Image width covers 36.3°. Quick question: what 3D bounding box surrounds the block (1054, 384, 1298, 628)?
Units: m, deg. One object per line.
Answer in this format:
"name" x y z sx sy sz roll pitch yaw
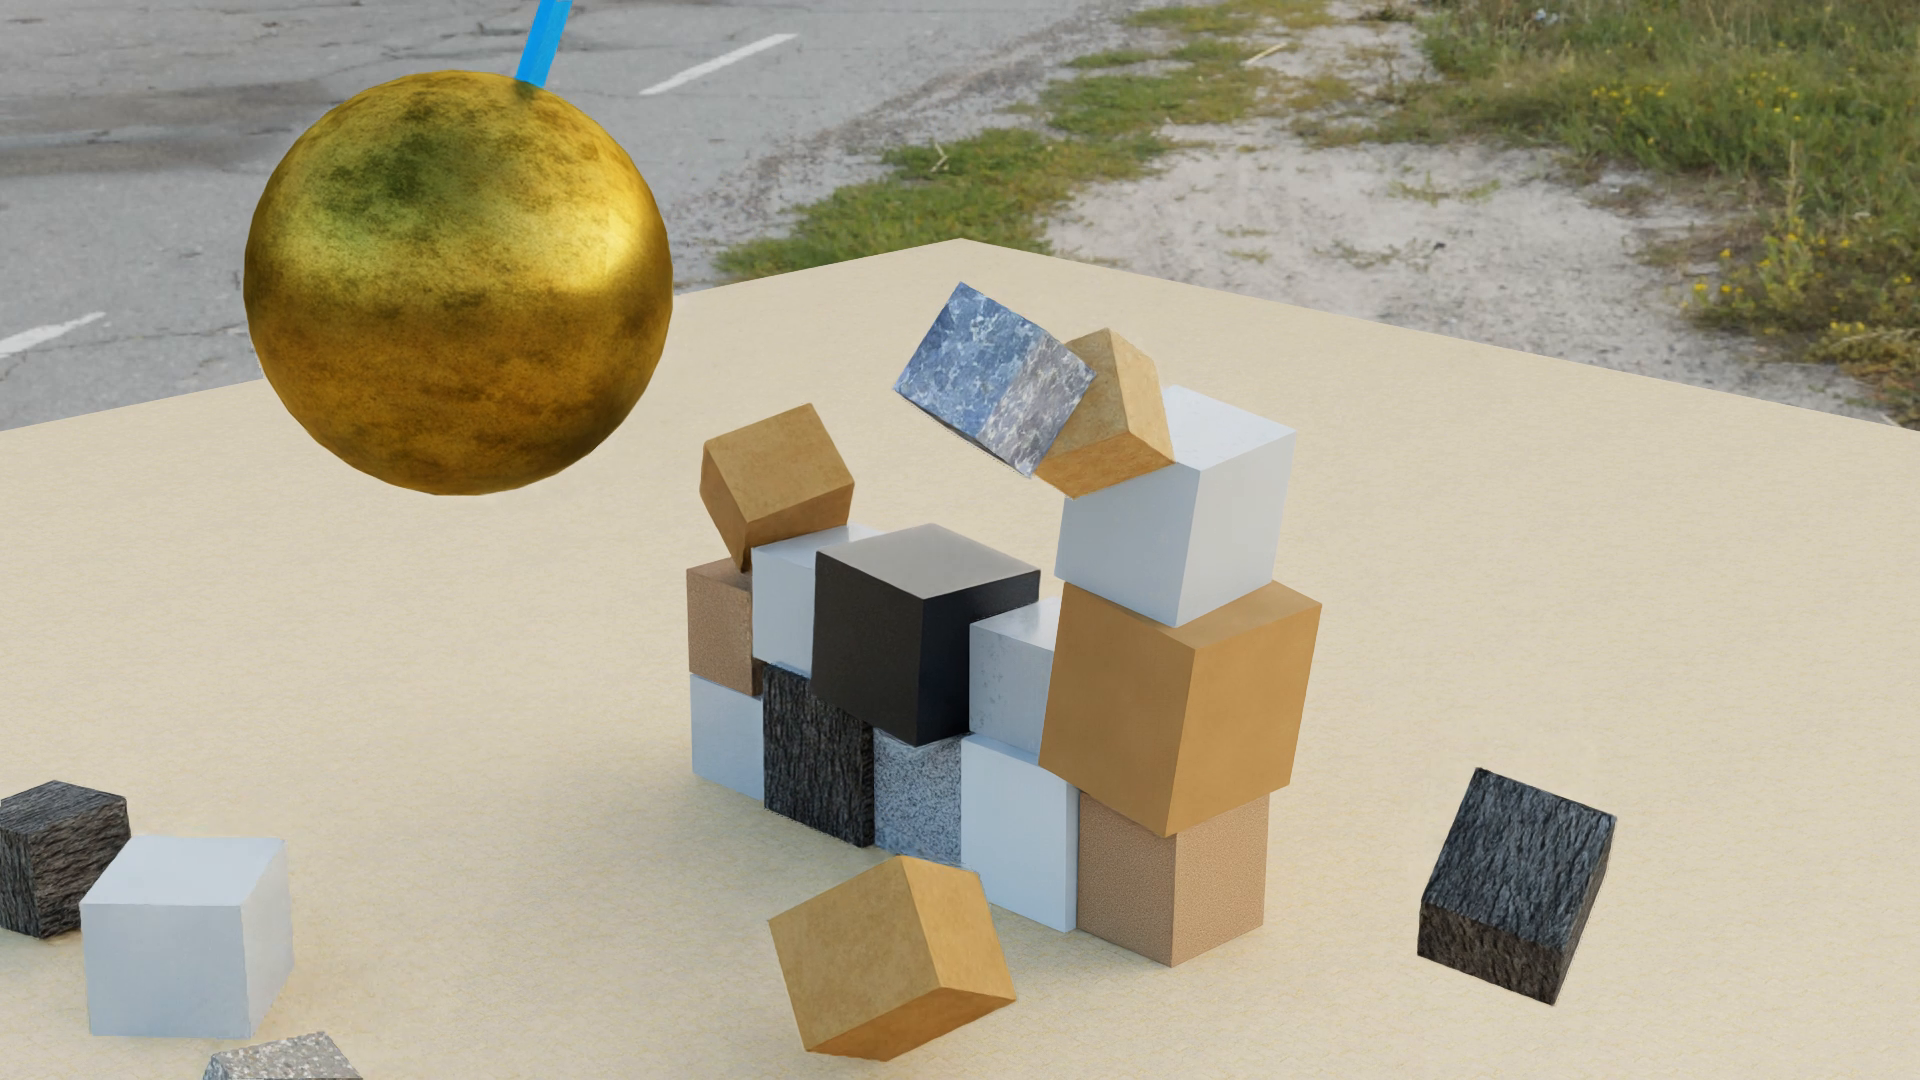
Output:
"block" 0.906 -0.154 12.346 0.632 0.707 0.725 24 29 32

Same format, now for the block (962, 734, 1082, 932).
"block" 0.478 1.231 13.200 0.694 0.736 0.641 -17 24 -42

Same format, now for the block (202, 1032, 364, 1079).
"block" -2.370 2.081 10.163 0.423 0.533 0.469 42 27 31

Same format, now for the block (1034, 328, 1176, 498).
"block" 0.526 -0.507 11.807 0.464 0.456 0.453 -19 -23 23

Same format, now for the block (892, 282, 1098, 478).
"block" 0.138 -0.624 11.483 0.451 0.494 0.493 32 0 32

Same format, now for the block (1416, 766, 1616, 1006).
"block" 2.177 1.359 11.497 0.569 0.524 0.618 19 63 18

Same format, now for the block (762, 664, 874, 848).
"block" -0.439 0.951 14.100 0.735 0.723 0.697 -16 23 -42

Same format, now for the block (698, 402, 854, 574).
"block" -0.896 -0.252 14.259 0.570 0.511 0.485 -21 66 -19

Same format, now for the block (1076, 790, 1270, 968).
"block" 0.930 1.394 12.815 0.615 0.645 0.552 -17 25 -42

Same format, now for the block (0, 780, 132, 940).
"block" -4.039 1.409 12.994 0.501 0.482 0.527 7 18 35

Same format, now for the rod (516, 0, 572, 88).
"rod" -0.816 -4.190 11.170 0.080 5.200 0.080 17 -2 42

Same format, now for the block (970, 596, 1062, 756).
"block" 0.430 0.614 13.094 0.547 0.506 0.549 -17 24 -42

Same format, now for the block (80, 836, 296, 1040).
"block" -3.188 1.638 12.148 0.655 0.589 0.681 1 18 2

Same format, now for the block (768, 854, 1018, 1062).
"block" -0.262 1.641 11.453 0.639 0.543 0.596 -29 -25 22

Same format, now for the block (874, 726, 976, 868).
"block" 0.038 1.111 13.662 0.617 0.687 0.627 -17 24 -42

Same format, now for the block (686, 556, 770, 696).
"block" -0.960 0.391 14.469 0.587 0.535 0.491 -16 24 -41

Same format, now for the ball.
"ball" -1.883 -0.963 11.065 1.600 1.600 1.600 0 17 0

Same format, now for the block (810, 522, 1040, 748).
"block" -0.163 0.422 13.431 0.699 0.706 0.755 -14 25 -39

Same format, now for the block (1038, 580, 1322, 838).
"block" 0.939 0.623 12.575 0.825 0.880 0.741 -17 33 -42

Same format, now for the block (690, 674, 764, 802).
"block" -0.905 0.912 14.574 0.621 0.521 0.597 -17 24 -42

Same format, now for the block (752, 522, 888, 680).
"block" -0.548 0.304 14.042 0.650 0.546 0.613 -15 23 -41
